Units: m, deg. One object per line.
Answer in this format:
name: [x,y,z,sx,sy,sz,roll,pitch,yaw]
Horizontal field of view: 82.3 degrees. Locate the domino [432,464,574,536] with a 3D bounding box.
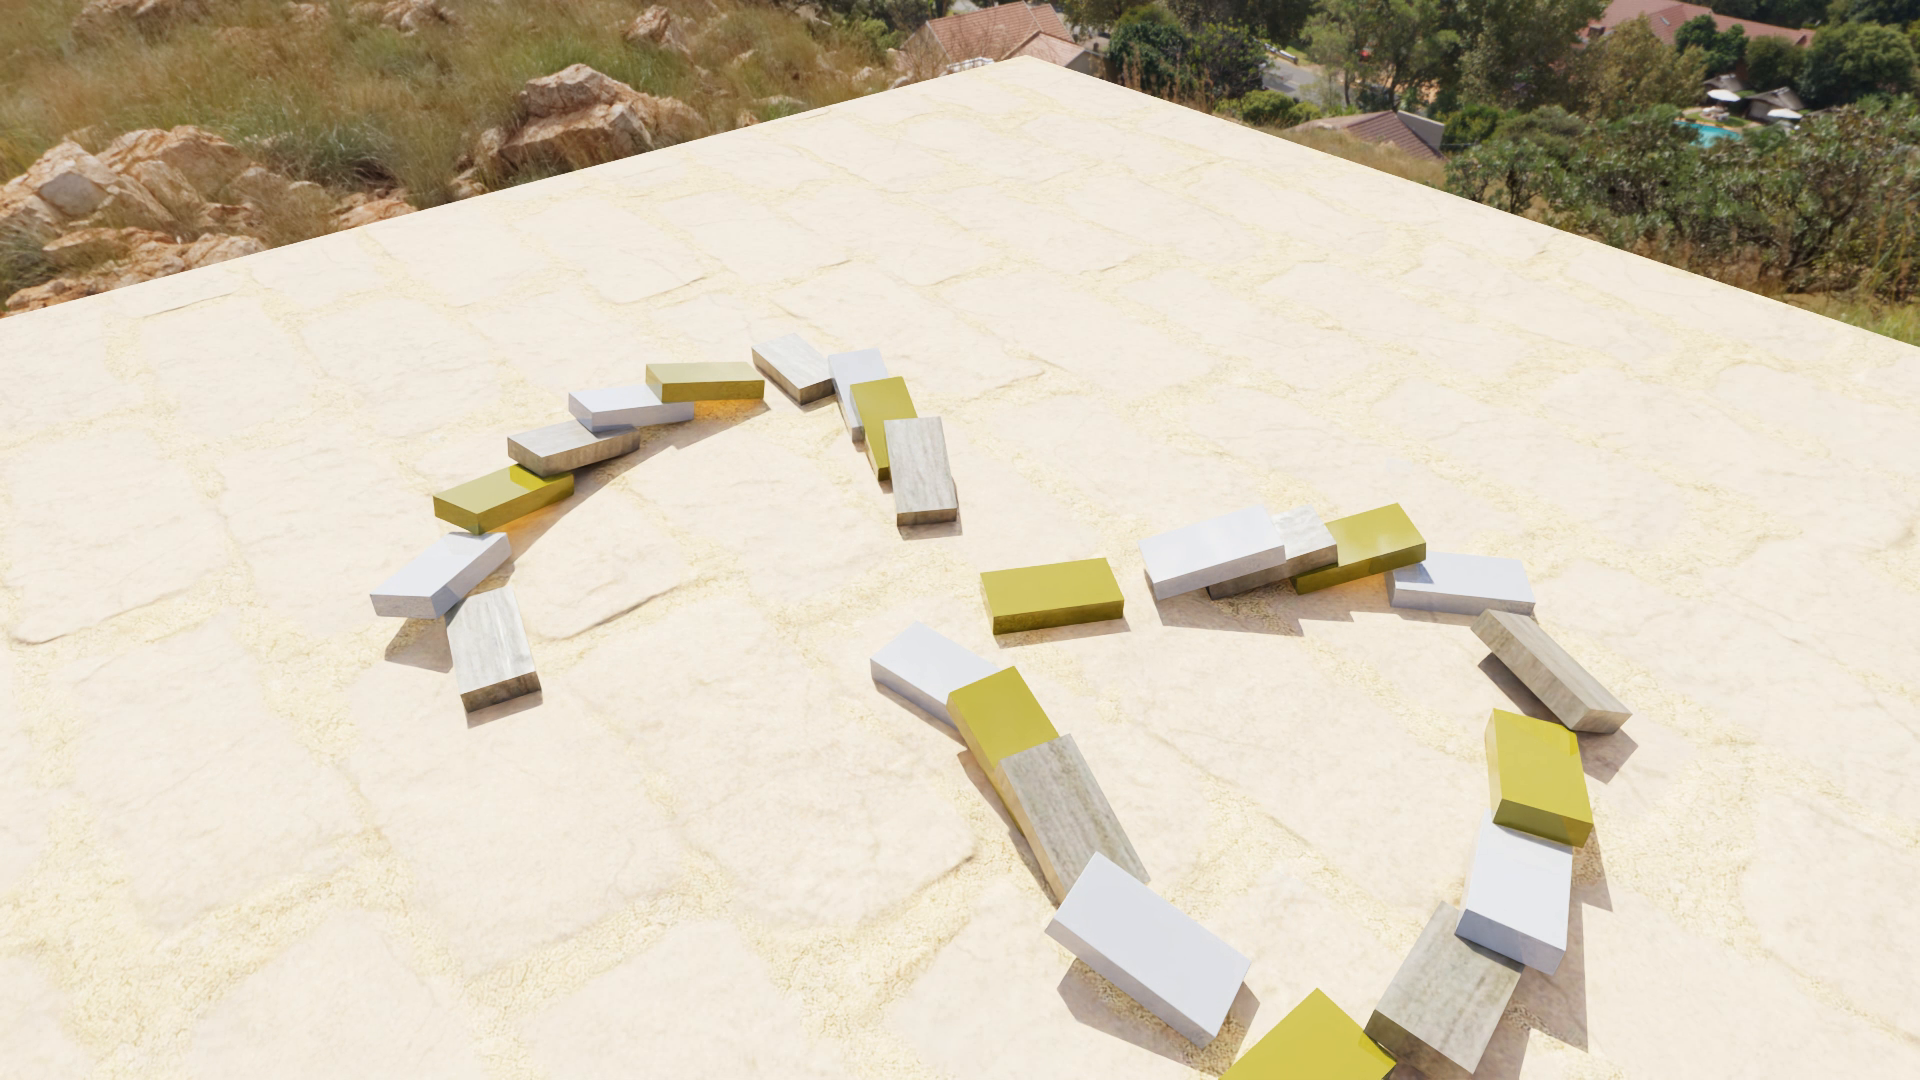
domino: [-0.189,-0.019,0.457,0.025,0.009,0.050,19,30,22]

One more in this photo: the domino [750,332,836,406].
domino: [-0.081,-0.086,0.548,0.025,0.010,0.050,-24,45,-27]

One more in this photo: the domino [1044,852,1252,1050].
domino: [0.051,0.111,0.299,0.050,0.010,0.025,33,48,15]

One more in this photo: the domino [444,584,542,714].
domino: [-0.169,0.038,0.397,0.025,0.009,0.050,-18,42,-20]

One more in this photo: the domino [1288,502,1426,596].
domino: [0.152,0.003,0.429,0.050,0.009,0.025,-16,40,4]

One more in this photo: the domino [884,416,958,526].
domino: [-0.017,-0.030,0.469,0.025,0.009,0.050,-5,56,-7]

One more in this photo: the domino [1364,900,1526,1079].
domino: [0.129,0.119,0.290,0.025,0.010,0.050,29,36,30]

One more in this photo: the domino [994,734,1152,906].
domino: [0.033,0.085,0.328,0.025,0.010,0.050,-17,58,-21]

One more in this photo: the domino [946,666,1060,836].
domino: [0.019,0.067,0.353,0.025,0.010,0.050,-20,58,-23]

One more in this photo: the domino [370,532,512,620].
domino: [-0.196,0.013,0.419,0.025,0.010,0.050,2,28,11]

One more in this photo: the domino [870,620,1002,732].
domino: [-0.004,0.049,0.384,0.050,0.010,0.025,27,47,29]

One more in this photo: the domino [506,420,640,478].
domino: [-0.170,-0.043,0.487,0.025,0.010,0.050,27,33,29]

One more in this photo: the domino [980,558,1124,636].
domino: [0.034,0.021,0.418,0.050,0.010,0.025,-7,40,-8]

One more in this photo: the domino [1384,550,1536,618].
domino: [0.191,0.017,0.423,0.050,0.010,0.025,6,40,7]

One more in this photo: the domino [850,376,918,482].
domino: [-0.031,-0.051,0.494,0.025,0.010,0.050,-12,57,-14]

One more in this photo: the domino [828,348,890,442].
domino: [-0.045,-0.069,0.520,0.025,0.009,0.050,-11,53,-13]

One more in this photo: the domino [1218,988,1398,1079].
domino: [0.083,0.138,0.275,0.050,0.010,0.025,-26,46,-29]

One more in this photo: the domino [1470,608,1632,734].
domino: [0.204,0.045,0.381,0.025,0.010,0.050,10,33,-30]

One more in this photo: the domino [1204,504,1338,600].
domino: [0.117,0.005,0.427,0.050,0.010,0.025,-18,40,4]

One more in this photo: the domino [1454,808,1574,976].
domino: [0.159,0.099,0.314,0.025,0.009,0.050,20,30,23]

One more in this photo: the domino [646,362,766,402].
domino: [-0.121,-0.076,0.525,0.050,0.010,0.025,-7,32,-31]

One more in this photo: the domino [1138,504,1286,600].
domino: [0.096,0.004,0.422,0.050,0.010,0.025,-17,40,5]

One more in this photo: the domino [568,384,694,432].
domino: [-0.151,-0.062,0.508,0.050,0.010,0.025,-14,36,-39]

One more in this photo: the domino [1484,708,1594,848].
domino: [0.181,0.073,0.345,0.025,0.010,0.050,14,29,16]
